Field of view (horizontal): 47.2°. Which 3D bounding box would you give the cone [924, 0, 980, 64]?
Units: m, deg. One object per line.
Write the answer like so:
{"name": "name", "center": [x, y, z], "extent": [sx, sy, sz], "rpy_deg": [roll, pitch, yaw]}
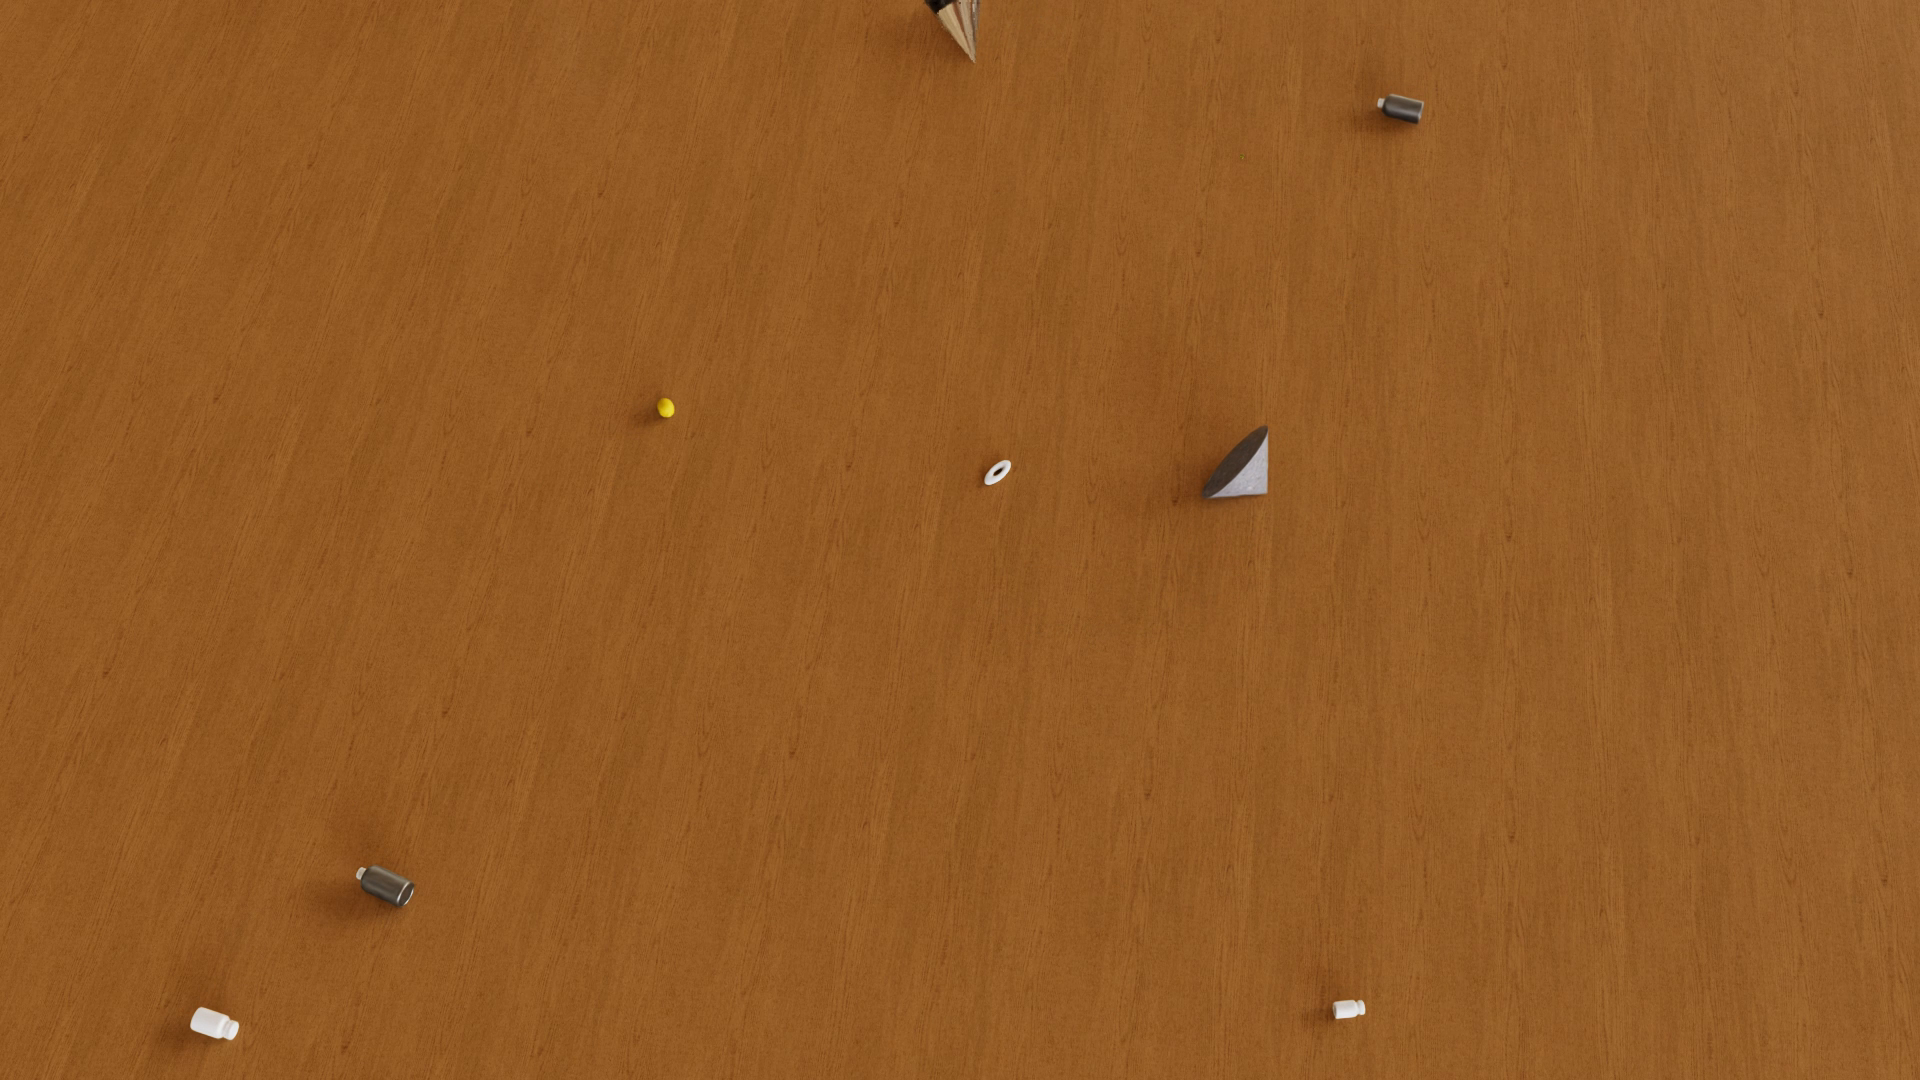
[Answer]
{"name": "cone", "center": [0.015, -1.800, 7.720], "extent": [0.203, 0.225, 0.286], "rpy_deg": [-3, 73, -47]}

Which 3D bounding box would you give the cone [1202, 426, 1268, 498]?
{"name": "cone", "center": [0.881, -0.189, 6.649], "extent": [0.145, 0.190, 0.294], "rpy_deg": [42, 83, -16]}

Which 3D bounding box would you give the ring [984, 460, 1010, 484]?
{"name": "ring", "center": [0.114, -0.206, 6.701], "extent": [0.049, 0.019, 0.110], "rpy_deg": [36, 64, 23]}
